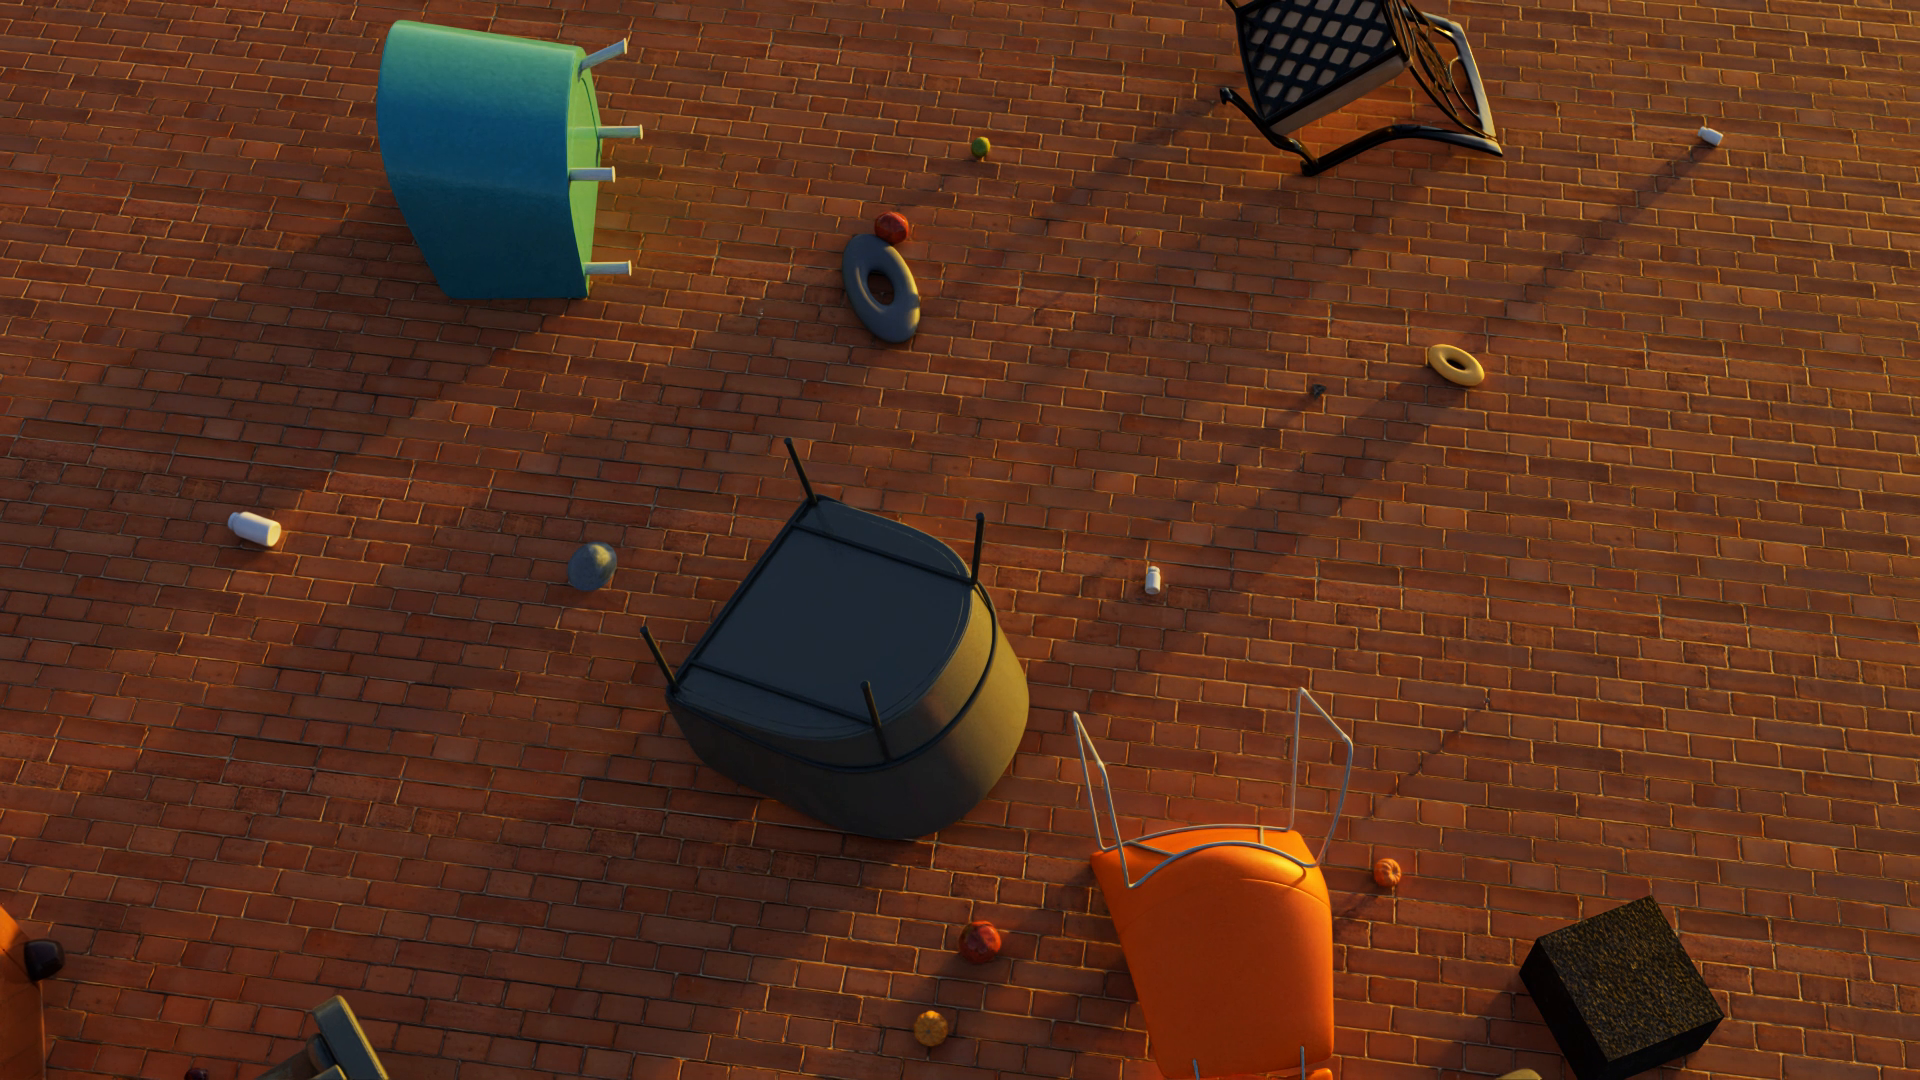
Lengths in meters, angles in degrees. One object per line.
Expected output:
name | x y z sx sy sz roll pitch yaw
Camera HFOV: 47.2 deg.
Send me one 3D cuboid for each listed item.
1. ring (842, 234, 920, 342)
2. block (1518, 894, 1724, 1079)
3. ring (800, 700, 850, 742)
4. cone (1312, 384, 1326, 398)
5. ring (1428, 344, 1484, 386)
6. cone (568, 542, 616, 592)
ring | -0.255 -0.812 7.081 0.223 0.065 0.470 -15 58 -9
block | 1.693 1.167 5.652 0.334 0.231 0.353 -18 58 -12
ring | -0.379 0.510 6.209 0.148 0.039 0.128 -34 62 -20
cone | 1.117 -0.458 6.872 0.049 0.034 0.049 16 77 8
ring | 1.559 -0.550 6.914 0.196 0.049 0.112 35 64 20
cone | -1.091 0.052 6.485 0.143 0.090 0.179 11 57 7
